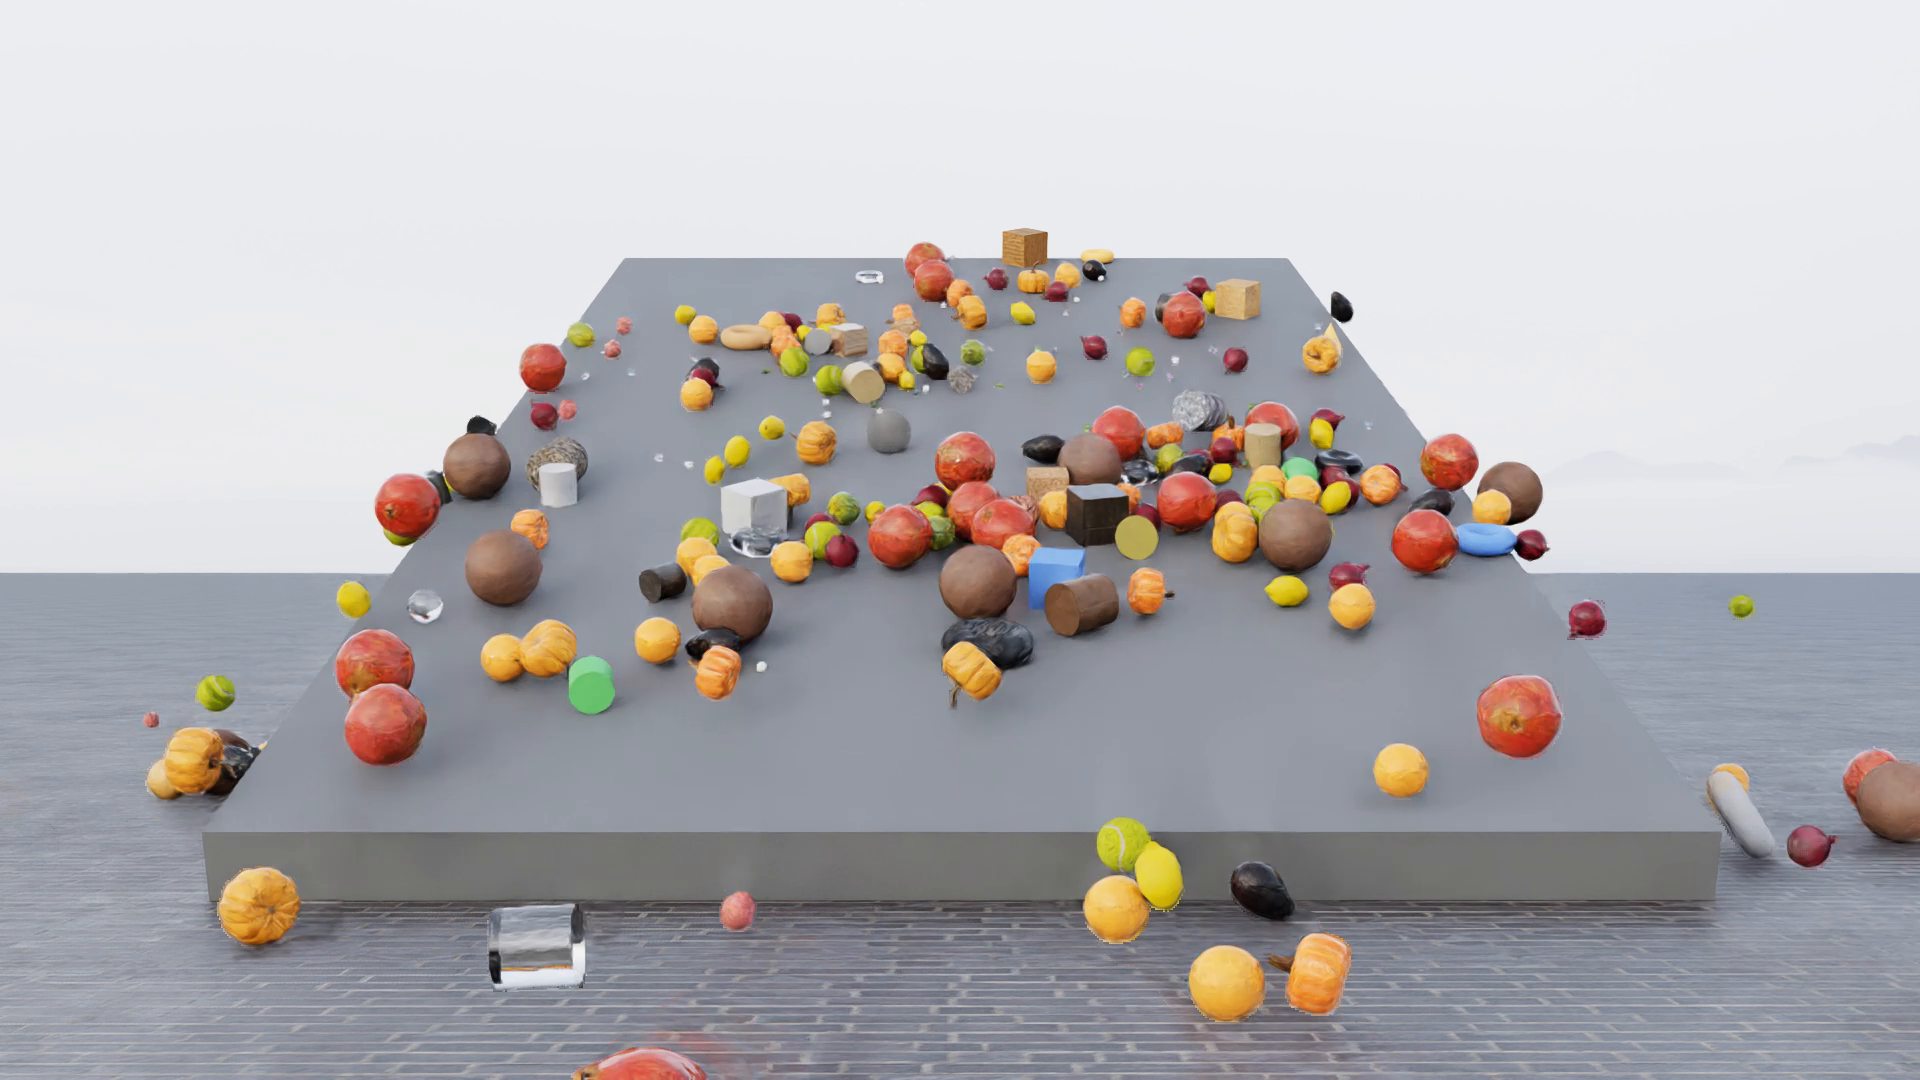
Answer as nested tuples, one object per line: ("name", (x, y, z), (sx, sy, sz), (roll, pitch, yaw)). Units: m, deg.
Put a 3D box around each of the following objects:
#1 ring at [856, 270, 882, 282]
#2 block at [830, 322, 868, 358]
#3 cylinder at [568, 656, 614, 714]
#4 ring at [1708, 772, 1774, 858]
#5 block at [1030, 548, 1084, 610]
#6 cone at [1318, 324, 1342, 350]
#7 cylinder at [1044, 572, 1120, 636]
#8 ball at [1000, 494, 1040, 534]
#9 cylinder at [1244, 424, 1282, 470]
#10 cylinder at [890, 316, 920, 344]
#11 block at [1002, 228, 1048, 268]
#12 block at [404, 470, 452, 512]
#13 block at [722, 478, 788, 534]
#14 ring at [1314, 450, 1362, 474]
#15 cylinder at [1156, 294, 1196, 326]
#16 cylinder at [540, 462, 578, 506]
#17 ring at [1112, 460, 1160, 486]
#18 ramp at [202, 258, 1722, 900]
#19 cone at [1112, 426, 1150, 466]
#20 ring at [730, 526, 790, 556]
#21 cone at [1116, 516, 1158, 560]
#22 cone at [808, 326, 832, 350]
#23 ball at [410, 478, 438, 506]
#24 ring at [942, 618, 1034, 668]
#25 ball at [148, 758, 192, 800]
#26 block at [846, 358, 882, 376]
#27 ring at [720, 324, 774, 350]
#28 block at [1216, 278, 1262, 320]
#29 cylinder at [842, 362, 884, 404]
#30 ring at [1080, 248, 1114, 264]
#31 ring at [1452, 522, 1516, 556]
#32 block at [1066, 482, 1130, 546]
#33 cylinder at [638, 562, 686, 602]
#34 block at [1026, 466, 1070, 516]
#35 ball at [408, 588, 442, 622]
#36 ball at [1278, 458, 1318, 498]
("ring", (-0.260, -0.755, 6.406), (0.078, 0.026, 0.078), (-1, 17, 0))
("block", (-0.276, -0.495, 5.537), (0.067, 0.067, 0.067), (-12, 22, -33))
("cylinder", (-0.552, 0.217, 3.346), (0.066, 0.066, 0.066), (0, 18, -11))
("ring", (1.186, 0.418, 3.399), (0.048, 0.144, 0.144), (-32, -10, 14))
("block", (0.164, 0.067, 3.786), (0.082, 0.082, 0.082), (3, 18, 10))
("cone", (0.929, -0.514, 5.611), (0.063, 0.063, 0.063), (0, 18, 0))
("cylinder", (0.199, 0.105, 3.658), (0.088, 0.088, 0.088), (-14, 8, -37))
("ball", (0.111, -0.048, 4.152), (0.074, 0.074, 0.074), (0, -1, 0))
("cylinder", (0.621, -0.192, 4.590), (0.074, 0.074, 0.074), (-1, 22, 0))
("cylinder", (-0.140, -0.530, 5.661), (0.059, 0.059, 0.059), (0, 17, 21))
("block", (0.193, -0.869, 6.648), (0.096, 0.096, 0.096), (-15, 23, -39))
("block", (-1.032, -0.095, 4.339), (0.060, 0.060, 0.060), (-25, 19, -27))
("block", (-0.382, -0.056, 4.155), (0.086, 0.086, 0.086), (-17, 24, -42))
("ring", (0.773, -0.158, 4.563), (0.098, 0.033, 0.098), (1, 17, 0))
("cylinder", (0.565, -0.604, 5.861), (0.077, 0.077, 0.077), (11, 5, 31))
("cylinder", (-0.779, -0.107, 4.340), (0.069, 0.069, 0.069), (0, 18, 0))
("ring", (0.353, -0.135, 4.490), (0.097, 0.032, 0.097), (0, 19, 0))
("ramp", (-0.003, -0.186, 4.859), (2.000, 0.100, 4.000), (0, 18, 0))
("cone", (0.355, -0.196, 4.594), (0.083, 0.083, 0.083), (0, 18, 0))
("ring", (-0.363, 0.002, 4.059), (0.108, 0.036, 0.108), (1, 18, 0))
("cone", (0.309, 0.002, 4.061), (0.080, 0.080, 0.080), (0, -9, -12))
("cone", (-0.348, -0.486, 5.572), (0.067, 0.067, 0.067), (0, -29, -6))
("ball", (-1.053, -0.095, 4.394), (0.054, 0.054, 0.054), (0, -1, 0))
("ring", (0.044, 0.163, 3.543), (0.147, 0.049, 0.147), (1, 17, 0))
("ball", (-1.501, 0.454, 4.247), (0.081, 0.081, 0.081), (0, -1, 0))
("block", (-0.224, -0.385, 5.215), (0.058, 0.058, 0.058), (15, 23, 39))
("ring", (-0.534, -0.508, 5.617), (0.134, 0.045, 0.134), (1, 19, 0))
("block", (0.742, -0.643, 5.966), (0.087, 0.087, 0.087), (13, 22, 34))
("cylinder", (-0.222, -0.358, 5.098), (0.080, 0.080, 0.080), (0, 17, -19))
("ring", (0.411, -0.848, 6.685), (0.101, 0.034, 0.101), (-1, 17, 0))
("ring", (0.954, -0.002, 4.071), (0.116, 0.039, 0.116), (0, 17, 0))
("block", (0.253, -0.047, 4.125), (0.089, 0.089, 0.089), (-6, 19, -17))
("cylinder", (-0.506, 0.071, 3.810), (0.057, 0.057, 0.057), (-1, 13, 41))
("block", (0.168, -0.093, 4.288), (0.076, 0.076, 0.076), (0, 18, -2))
("ball", (-0.884, 0.109, 3.694), (0.056, 0.056, 0.056), (0, -1, 0))
("ball", (0.663, -0.123, 4.379), (0.077, 0.077, 0.077), (0, -1, 0))
